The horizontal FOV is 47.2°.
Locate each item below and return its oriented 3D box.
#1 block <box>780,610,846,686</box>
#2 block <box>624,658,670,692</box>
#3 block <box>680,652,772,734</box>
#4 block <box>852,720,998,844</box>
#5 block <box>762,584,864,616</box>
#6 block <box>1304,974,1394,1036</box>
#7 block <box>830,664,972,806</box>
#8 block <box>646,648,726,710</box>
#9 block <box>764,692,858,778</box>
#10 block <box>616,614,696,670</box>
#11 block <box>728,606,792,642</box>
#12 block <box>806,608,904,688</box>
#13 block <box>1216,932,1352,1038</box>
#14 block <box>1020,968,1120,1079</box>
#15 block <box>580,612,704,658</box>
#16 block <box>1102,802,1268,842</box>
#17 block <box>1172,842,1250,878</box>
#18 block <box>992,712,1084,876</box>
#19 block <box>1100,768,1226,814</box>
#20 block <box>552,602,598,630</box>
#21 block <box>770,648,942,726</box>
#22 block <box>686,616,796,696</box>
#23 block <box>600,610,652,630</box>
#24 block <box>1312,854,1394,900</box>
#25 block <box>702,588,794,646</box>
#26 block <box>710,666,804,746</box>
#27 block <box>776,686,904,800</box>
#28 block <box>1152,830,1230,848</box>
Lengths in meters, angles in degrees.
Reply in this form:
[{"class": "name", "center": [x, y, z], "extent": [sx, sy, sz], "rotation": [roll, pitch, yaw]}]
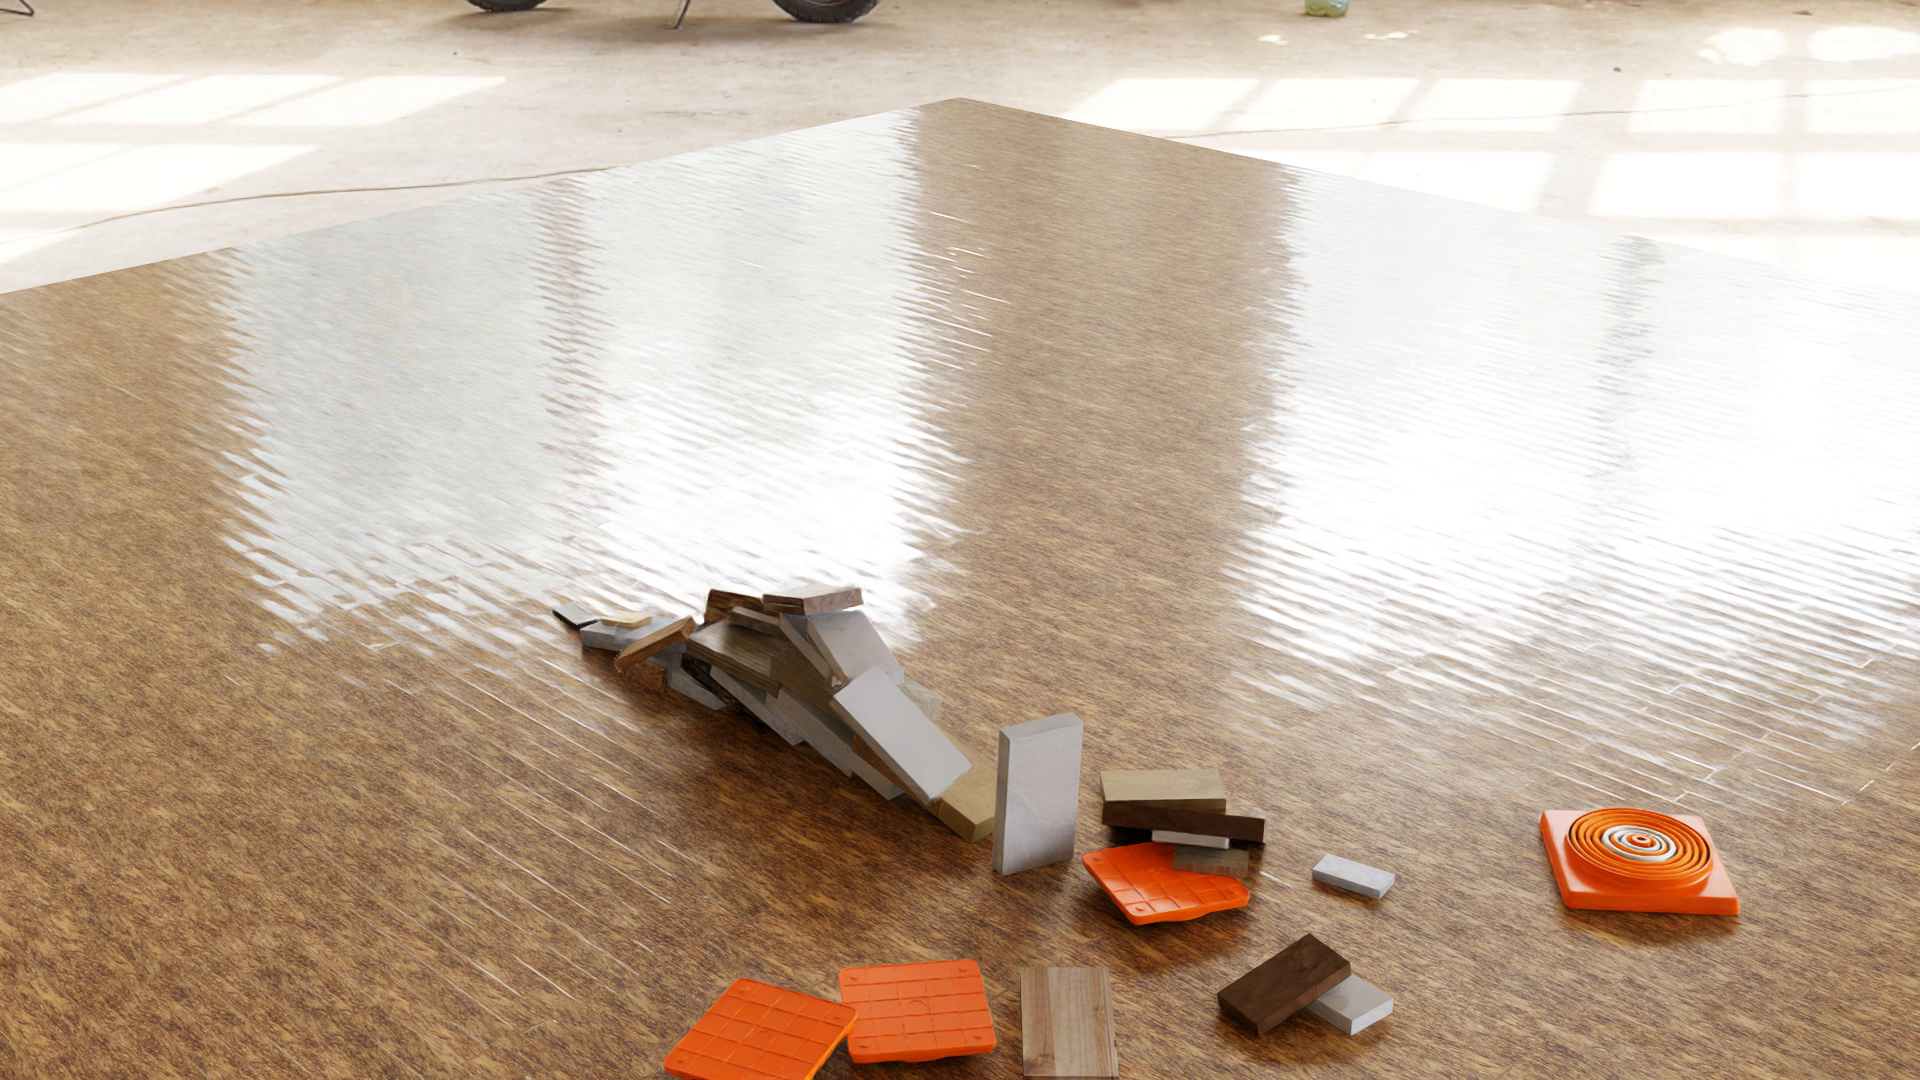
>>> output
[{"class": "block", "center": [-0.268, 0.219, 4.689], "extent": [0.134, 0.038, 0.268], "rotation": [-10, 29, -26]}, {"class": "block", "center": [-0.711, 0.300, 4.977], "extent": [0.127, 0.059, 0.017], "rotation": [17, 31, 35]}, {"class": "block", "center": [-0.474, 0.317, 4.876], "extent": [0.141, 0.040, 0.283], "rotation": [-22, 45, -41]}, {"class": "block", "center": [-0.036, 0.472, 4.480], "extent": [0.347, 0.049, 0.174], "rotation": [34, 38, 31]}, {"class": "block", "center": [-0.321, 0.128, 4.761], "extent": [0.134, 0.038, 0.268], "rotation": [-10, 5, -24]}, {"class": "block", "center": [0.643, 0.789, 3.864], "extent": [0.107, 0.030, 0.213], "rotation": [-18, 29, -35]}, {"class": "block", "center": [-0.119, 0.390, 4.404], "extent": [0.285, 0.035, 0.122], "rotation": [45, 54, 13]}, {"class": "block", "center": [-0.592, 0.300, 5.002], "extent": [0.283, 0.040, 0.141], "rotation": [21, 31, 41]}, {"class": "block", "center": [-0.273, 0.391, 4.691], "extent": [0.275, 0.039, 0.137], "rotation": [37, 40, 30]}, {"class": "block", "center": [-0.671, 0.226, 4.857], "extent": [0.175, 0.025, 0.088], "rotation": [-26, 14, 18]}, {"class": "block", "center": [-0.422, 0.190, 4.887], "extent": [0.175, 0.025, 0.088], "rotation": [18, 6, 0]}, {"class": "block", "center": [-0.220, 0.229, 4.588], "extent": [0.122, 0.035, 0.244], "rotation": [-8, 33, -23]}, {"class": "block", "center": [0.565, 0.774, 3.832], "extent": [0.213, 0.030, 0.107], "rotation": [-27, 34, -23]}, {"class": "block", "center": [0.183, 0.834, 3.739], "extent": [0.156, 0.044, 0.311], "rotation": [0, 23, 0]}, {"class": "block", "center": [-0.740, 0.219, 5.122], "extent": [0.283, 0.040, 0.141], "rotation": [6, 20, 42]}, {"class": "block", "center": [0.442, 0.553, 4.306], "extent": [0.311, 0.044, 0.156], "rotation": [5, -8, 11]}, {"class": "block", "center": [0.478, 0.610, 4.187], "extent": [0.139, 0.020, 0.070], "rotation": [5, 22, 8]}, {"class": "block", "center": [0.148, 0.487, 4.210], "extent": [0.156, 0.311, 0.044], "rotation": [-11, 30, -24]}, {"class": "block", "center": [0.414, 0.516, 4.501], "extent": [0.244, 0.035, 0.122], "rotation": [-1, 23, -2]}, {"class": "block", "center": [-0.928, 0.184, 5.306], "extent": [0.059, 0.017, 0.118], "rotation": [-17, 28, -35]}, {"class": "block", "center": [-0.221, 0.308, 4.615], "extent": [0.174, 0.049, 0.347], "rotation": [-19, 34, -39]}, {"class": "block", "center": [-0.453, 0.252, 4.801], "extent": [0.275, 0.039, 0.137], "rotation": [22, 31, 34]}, {"class": "block", "center": [-0.781, 0.188, 5.149], "extent": [0.118, 0.017, 0.059], "rotation": [6, 21, 43]}, {"class": "block", "center": [0.754, 0.644, 4.217], "extent": [0.139, 0.020, 0.070], "rotation": [14, 27, 30]}, {"class": "block", "center": [-0.457, 0.199, 5.024], "extent": [0.268, 0.134, 0.038], "rotation": [10, -1, 19]}, {"class": "block", "center": [-0.402, 0.333, 4.797], "extent": [0.275, 0.039, 0.137], "rotation": [37, 40, 29]}, {"class": "block", "center": [-0.204, 0.398, 4.627], "extent": [0.347, 0.049, 0.174], "rotation": [36, 39, 29]}, {"class": "block", "center": [0.441, 0.572, 4.201], "extent": [0.139, 0.020, 0.070], "rotation": [5, -8, 13]}]
